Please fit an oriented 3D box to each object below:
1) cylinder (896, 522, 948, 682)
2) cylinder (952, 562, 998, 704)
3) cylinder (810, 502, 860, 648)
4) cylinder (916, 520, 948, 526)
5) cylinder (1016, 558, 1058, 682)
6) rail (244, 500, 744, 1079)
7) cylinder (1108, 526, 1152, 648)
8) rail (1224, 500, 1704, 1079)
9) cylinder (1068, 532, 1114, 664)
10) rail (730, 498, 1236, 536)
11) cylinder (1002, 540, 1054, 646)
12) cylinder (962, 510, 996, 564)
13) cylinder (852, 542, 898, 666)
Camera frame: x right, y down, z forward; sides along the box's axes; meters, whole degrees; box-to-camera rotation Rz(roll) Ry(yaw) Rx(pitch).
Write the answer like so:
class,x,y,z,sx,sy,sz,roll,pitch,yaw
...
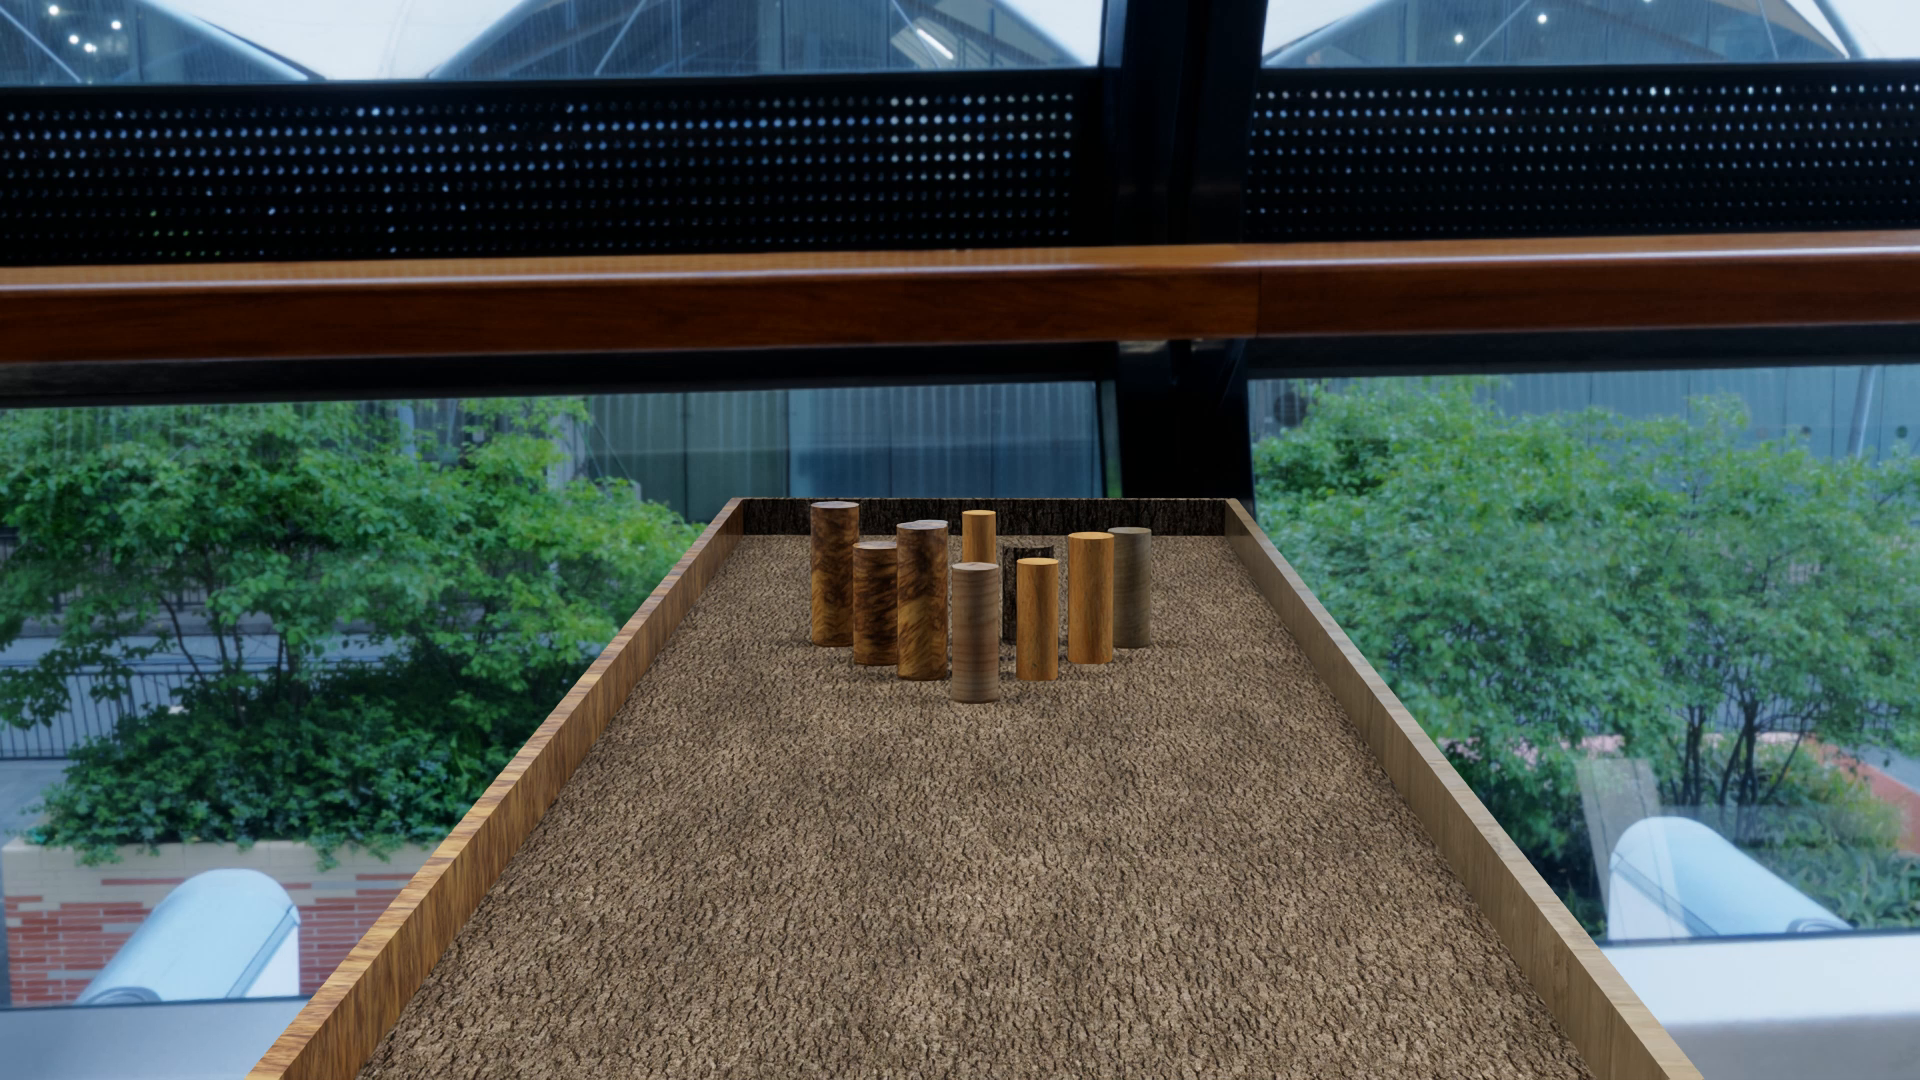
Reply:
class,x,y,z,sx,sy,sz,roll,pitch,yaw
cylinder,-0.111,0.179,6.448,0.148,0.448,0.148,0,9,0
cylinder,0.043,0.260,6.161,0.130,0.378,0.130,0,9,0
cylinder,-0.393,0.107,6.927,0.153,0.440,0.153,0,9,0
cylinder,-0.093,0.134,6.935,0.111,0.384,0.111,0,9,0
cylinder,0.227,0.232,6.445,0.123,0.344,0.123,0,9,0
rail,-1.004,0.839,3.234,0.050,0.150,12.000,0,9,1
cylinder,0.530,0.149,6.903,0.137,0.364,0.137,0,9,0
rail,1.046,0.843,3.208,0.050,0.150,12.000,0,9,1
cylinder,0.397,0.175,6.681,0.137,0.383,0.137,0,9,0
rail,0.099,-0.098,9.147,2.100,0.150,0.050,0,9,1
cylinder,0.215,0.167,6.960,0.162,0.311,0.162,0,9,0
cylinder,0.058,0.139,6.692,0.102,0.450,0.102,0,9,0
cylinder,-0.248,0.192,6.660,0.154,0.357,0.154,0,9,0
